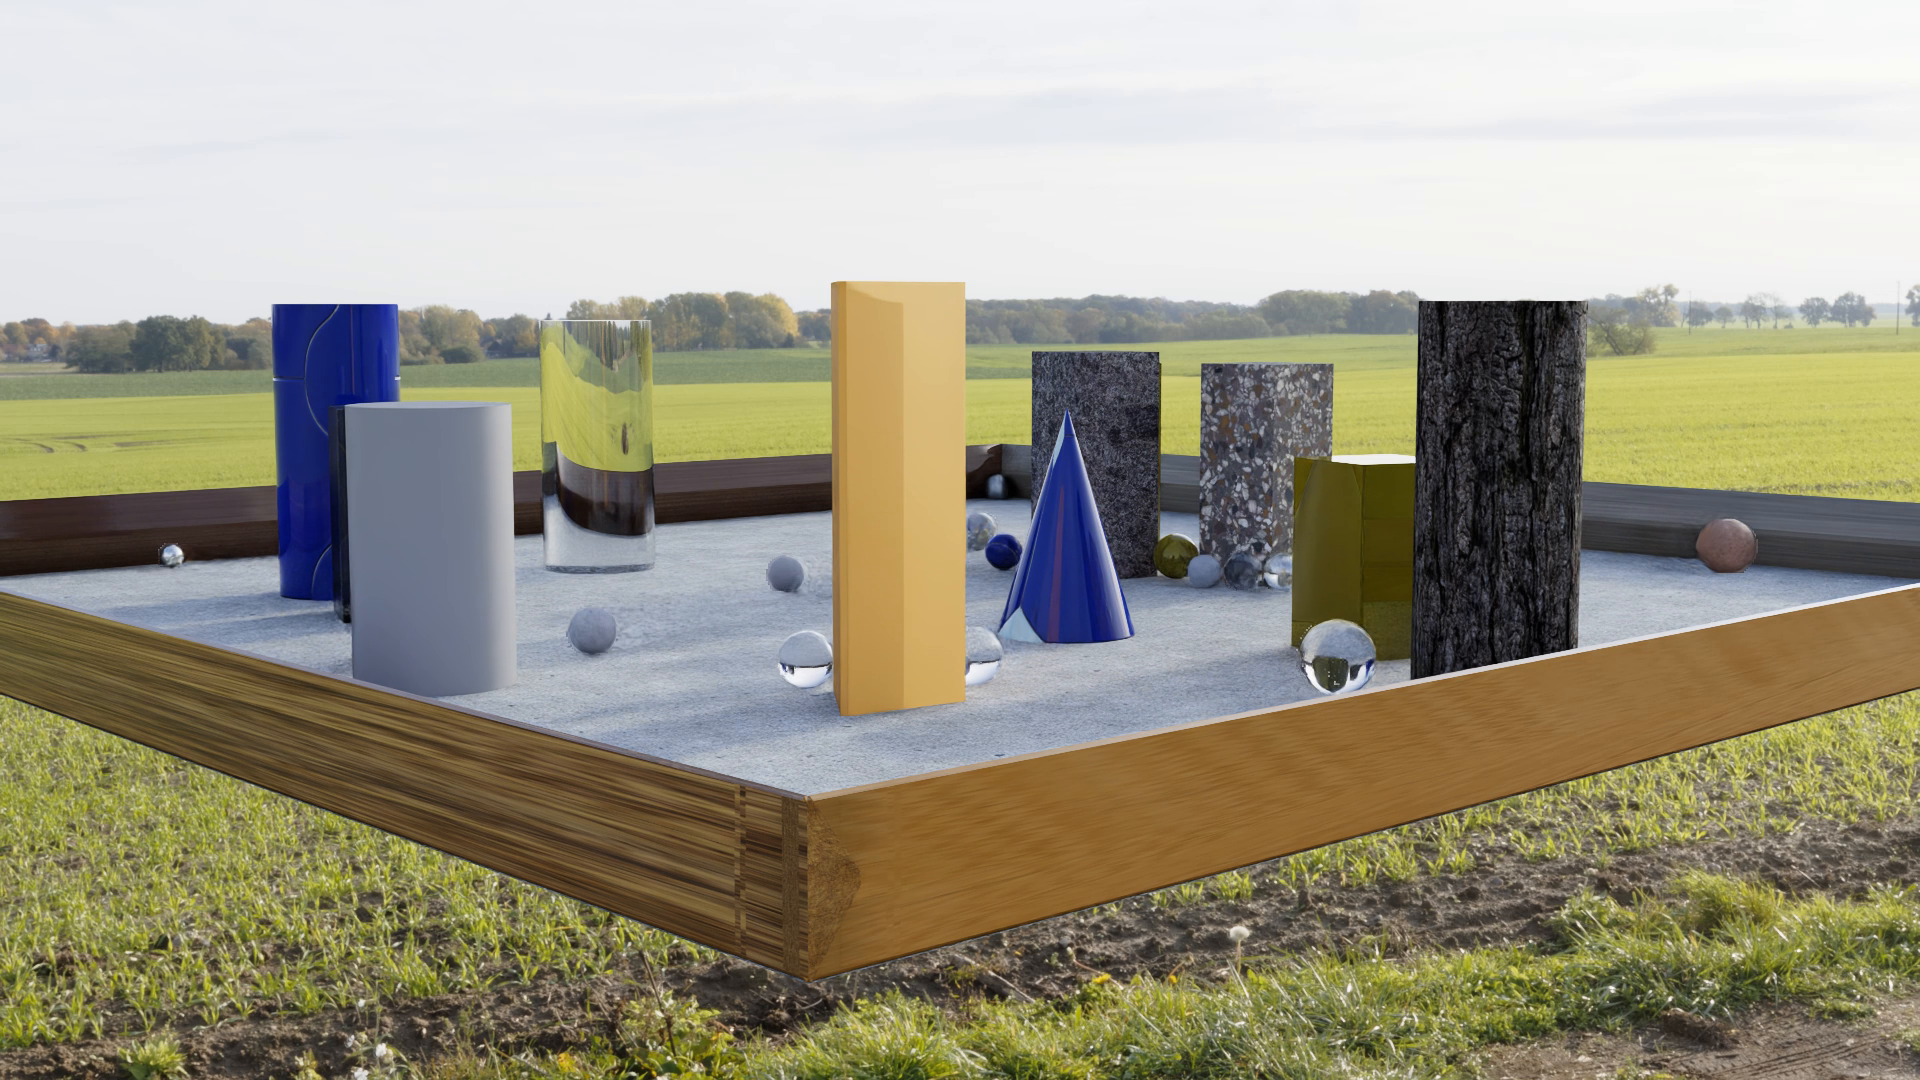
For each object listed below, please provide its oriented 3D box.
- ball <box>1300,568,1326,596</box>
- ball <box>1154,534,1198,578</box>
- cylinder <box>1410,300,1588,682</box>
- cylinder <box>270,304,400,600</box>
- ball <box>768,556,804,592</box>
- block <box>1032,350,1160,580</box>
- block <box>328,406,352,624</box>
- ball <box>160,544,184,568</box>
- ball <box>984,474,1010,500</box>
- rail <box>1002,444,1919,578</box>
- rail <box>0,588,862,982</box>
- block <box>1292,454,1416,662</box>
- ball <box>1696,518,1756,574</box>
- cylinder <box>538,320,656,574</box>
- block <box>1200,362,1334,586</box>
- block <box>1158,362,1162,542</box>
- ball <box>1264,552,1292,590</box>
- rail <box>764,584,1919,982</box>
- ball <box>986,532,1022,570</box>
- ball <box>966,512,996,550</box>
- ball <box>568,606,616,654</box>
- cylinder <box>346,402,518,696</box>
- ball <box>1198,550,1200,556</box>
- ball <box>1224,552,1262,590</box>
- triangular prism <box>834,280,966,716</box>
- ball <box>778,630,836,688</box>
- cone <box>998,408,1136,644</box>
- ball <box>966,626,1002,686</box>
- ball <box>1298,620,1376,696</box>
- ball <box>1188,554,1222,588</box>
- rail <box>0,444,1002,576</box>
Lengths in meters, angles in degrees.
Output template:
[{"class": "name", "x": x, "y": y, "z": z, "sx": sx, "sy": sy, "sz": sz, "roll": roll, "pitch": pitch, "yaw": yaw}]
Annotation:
[{"class": "ball", "x": 0.549, "y": 0.065, "z": 3.420, "sx": 0.041, "sy": 0.041, "sz": 0.041, "roll": 0, "pitch": 6, "yaw": 0}, {"class": "ball", "x": 0.356, "y": 0.027, "z": 3.627, "sx": 0.075, "sy": 0.075, "sz": 0.075, "roll": 0, "pitch": 6, "yaw": 0}, {"class": "cylinder", "x": 0.628, "y": -0.052, "z": 2.570, "sx": 0.191, "sy": 0.453, "sz": 0.191, "roll": 0, "pitch": 6, "yaw": 0}, {"class": "cylinder", "x": -0.969, "y": -0.142, "z": 3.431, "sx": 0.191, "sy": 0.451, "sz": 0.191, "roll": 0, "pitch": 6, "yaw": 0}, {"class": "ball", "x": -0.274, "y": 0.054, "z": 3.460, "sx": 0.056, "sy": 0.056, "sz": 0.056, "roll": 0, "pitch": 6, "yaw": 0}, {"class": "block", "x": 0.224, "y": -0.128, "z": 3.670, "sx": 0.152, "sy": 0.373, "sz": 0.152, "roll": -3, "pitch": 7, "yaw": -30}, {"class": "block", "x": -0.829, "y": -0.042, "z": 3.196, "sx": 0.152, "sy": 0.302, "sz": 0.152, "roll": -2, "pitch": 6, "yaw": -21}, {"class": "ball", "x": -1.356, "y": 0.028, "z": 3.781, "sx": 0.040, "sy": 0.040, "sz": 0.040, "roll": 0, "pitch": 6, "yaw": 0}, {"class": "ball", "x": 0.088, "y": -0.124, "z": 5.125, "sx": 0.060, "sy": 0.060, "sz": 0.060, "roll": 0, "pitch": 6, "yaw": 0}, {"class": "rail", "x": 0.981, "y": -0.063, "z": 4.233, "sx": 0.045, "sy": 0.124, "sz": 2.650, "roll": -6, "pitch": 8, "yaw": -42}, {"class": "rail", "x": -0.981, "y": 0.127, "z": 2.432, "sx": 0.045, "sy": 0.124, "sz": 2.650, "roll": -6, "pitch": 8, "yaw": -42}, {"class": "block", "x": 0.539, "y": 0.020, "z": 2.857, "sx": 0.152, "sy": 0.250, "sz": 0.152, "roll": -3, "pitch": 7, "yaw": -25}, {"class": "ball", "x": 1.287, "y": 0.010, "z": 3.696, "sx": 0.094, "sy": 0.094, "sz": 0.094, "roll": 0, "pitch": 6, "yaw": 0}, {"class": "cylinder", "x": -0.620, "y": -0.163, "z": 3.765, "sx": 0.191, "sy": 0.423, "sz": 0.191, "roll": 0, "pitch": 6, "yaw": 0}, {"class": "block", "x": 0.502, "y": -0.112, "z": 3.611, "sx": 0.152, "sy": 0.355, "sz": 0.152, "roll": -6, "pitch": 8, "yaw": -43}, {"class": "block", "x": 0.260, "y": -0.149, "z": 3.999, "sx": 0.152, "sy": 0.347, "sz": 0.152, "roll": -3, "pitch": 7, "yaw": -26}, {"class": "ball", "x": 0.510, "y": 0.051, "z": 3.473, "sx": 0.060, "sy": 0.060, "sz": 0.060, "roll": 0, "pitch": 6, "yaw": 0}, {"class": "rail", "x": 0.882, "y": 0.132, "z": 2.381, "sx": 2.718, "sy": 0.124, "sz": 0.045, "roll": -6, "pitch": 8, "yaw": -42}, {"class": "ball", "x": 0.075, "y": 0.020, "z": 3.749, "sx": 0.063, "sy": 0.063, "sz": 0.063, "roll": 0, "pitch": 6, "yaw": 0}, {"class": "ball", "x": 0.033, "y": -0.016, "z": 4.057, "sx": 0.071, "sy": 0.071, "sz": 0.071, "roll": 0, "pitch": 6, "yaw": 0}, {"class": "ball", "x": -0.474, "y": 0.117, "z": 2.838, "sx": 0.061, "sy": 0.061, "sz": 0.061, "roll": 0, "pitch": 6, "yaw": 0}, {"class": "cylinder", "x": -0.625, "y": 0.006, "z": 2.603, "sx": 0.191, "sy": 0.332, "sz": 0.191, "roll": 0, "pitch": 6, "yaw": 0}, {"class": "ball", "x": 0.407, "y": 0.035, "z": 3.706, "sx": 0.041, "sy": 0.041, "sz": 0.041, "roll": 0, "pitch": 6, "yaw": 0}, {"class": "ball", "x": 0.448, "y": 0.049, "z": 3.477, "sx": 0.062, "sy": 0.062, "sz": 0.062, "roll": 0, "pitch": 6, "yaw": 0}, {"class": "triangular prism", "x": -0.102, "y": -0.054, "z": 2.490, "sx": 0.165, "sy": 0.473, "sz": 0.143, "roll": -4, "pitch": 7, "yaw": -36}, {"class": "ball", "x": -0.180, "y": 0.140, "z": 2.582, "sx": 0.068, "sy": 0.068, "sz": 0.068, "roll": 0, "pitch": 6, "yaw": 0}, {"class": "cone", "x": 0.146, "y": -0.027, "z": 3.007, "sx": 0.191, "sy": 0.311, "sz": 0.191, "roll": 0, "pitch": 6, "yaw": 0}, {"class": "ball", "x": 0.016, "y": 0.137, "z": 2.603, "sx": 0.070, "sy": 0.070, "sz": 0.070, "roll": 0, "pitch": 6, "yaw": 0}, {"class": "ball", "x": 0.434, "y": 0.135, "z": 2.530, "sx": 0.089, "sy": 0.089, "sz": 0.089, "roll": 0, "pitch": 6, "yaw": 0}, {"class": "ball", "x": 0.390, "y": 0.050, "z": 3.506, "sx": 0.054, "sy": 0.054, "sz": 0.054, "roll": 0, "pitch": 6, "yaw": 0}, {"class": "rail", "x": -0.882, "y": -0.068, "z": 4.283, "sx": 2.718, "sy": 0.124, "sz": 0.045, "roll": -6, "pitch": 8, "yaw": -42}]
